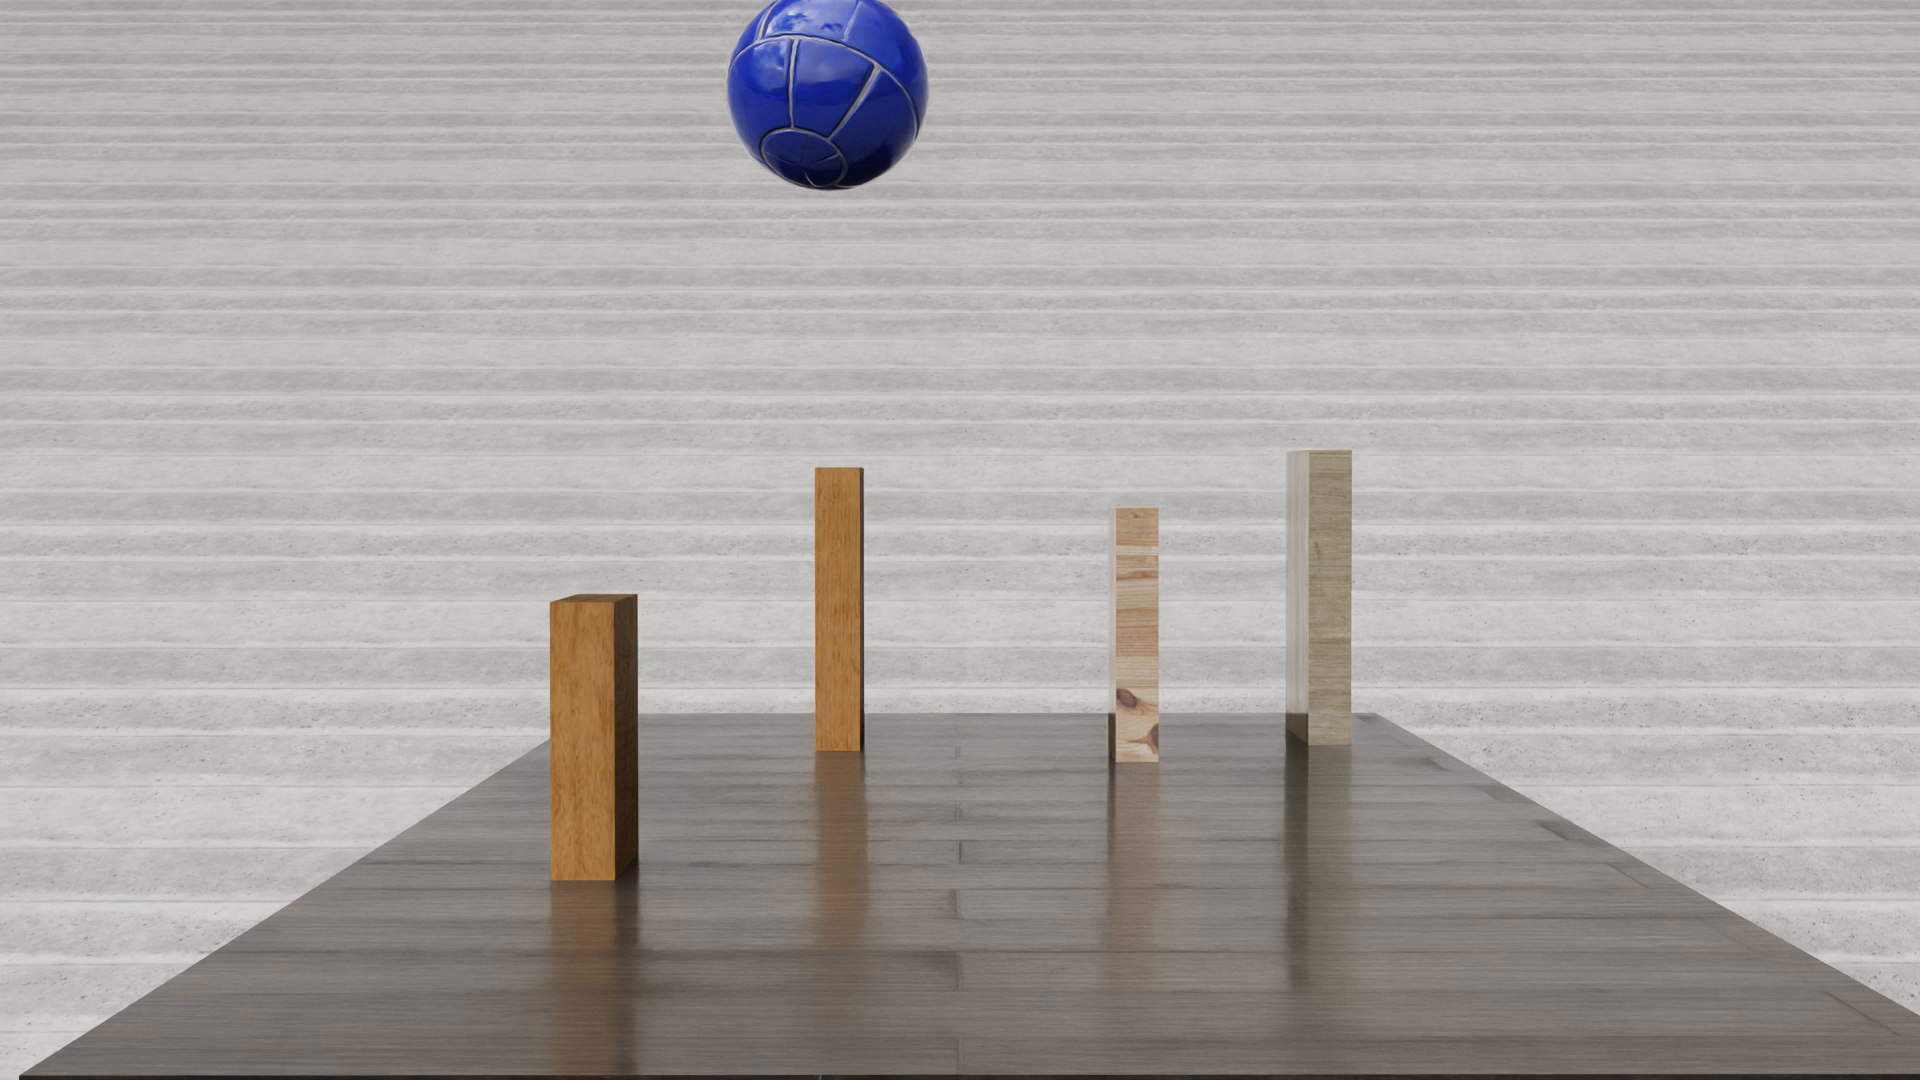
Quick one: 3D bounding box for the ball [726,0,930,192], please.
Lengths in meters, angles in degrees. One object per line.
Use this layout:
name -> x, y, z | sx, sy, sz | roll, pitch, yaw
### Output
ball -> -0.116, -0.397, 2.273 | 0.178, 0.178, 0.178 | 0, 26, 0

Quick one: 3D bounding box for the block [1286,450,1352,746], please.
block -> 0.827, 0.124, 5.962 | 0.095, 0.660, 0.401 | 0, 1, 0

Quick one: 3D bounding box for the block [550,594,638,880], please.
block -> -0.559, 0.295, 3.962 | 0.095, 0.412, 0.283 | 0, 1, 0

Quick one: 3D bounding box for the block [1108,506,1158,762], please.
block -> 0.372, 0.197, 5.555 | 0.090, 0.534, 0.274 | 0, 1, 0

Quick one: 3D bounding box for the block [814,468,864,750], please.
block -> -0.268, 0.148, 5.782 | 0.098, 0.621, 0.267 | 0, 1, 0

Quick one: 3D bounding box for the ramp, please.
ramp -> 0.059, 0.537, 4.573 | 2.000, 0.100, 4.000 | 0, 1, 0
